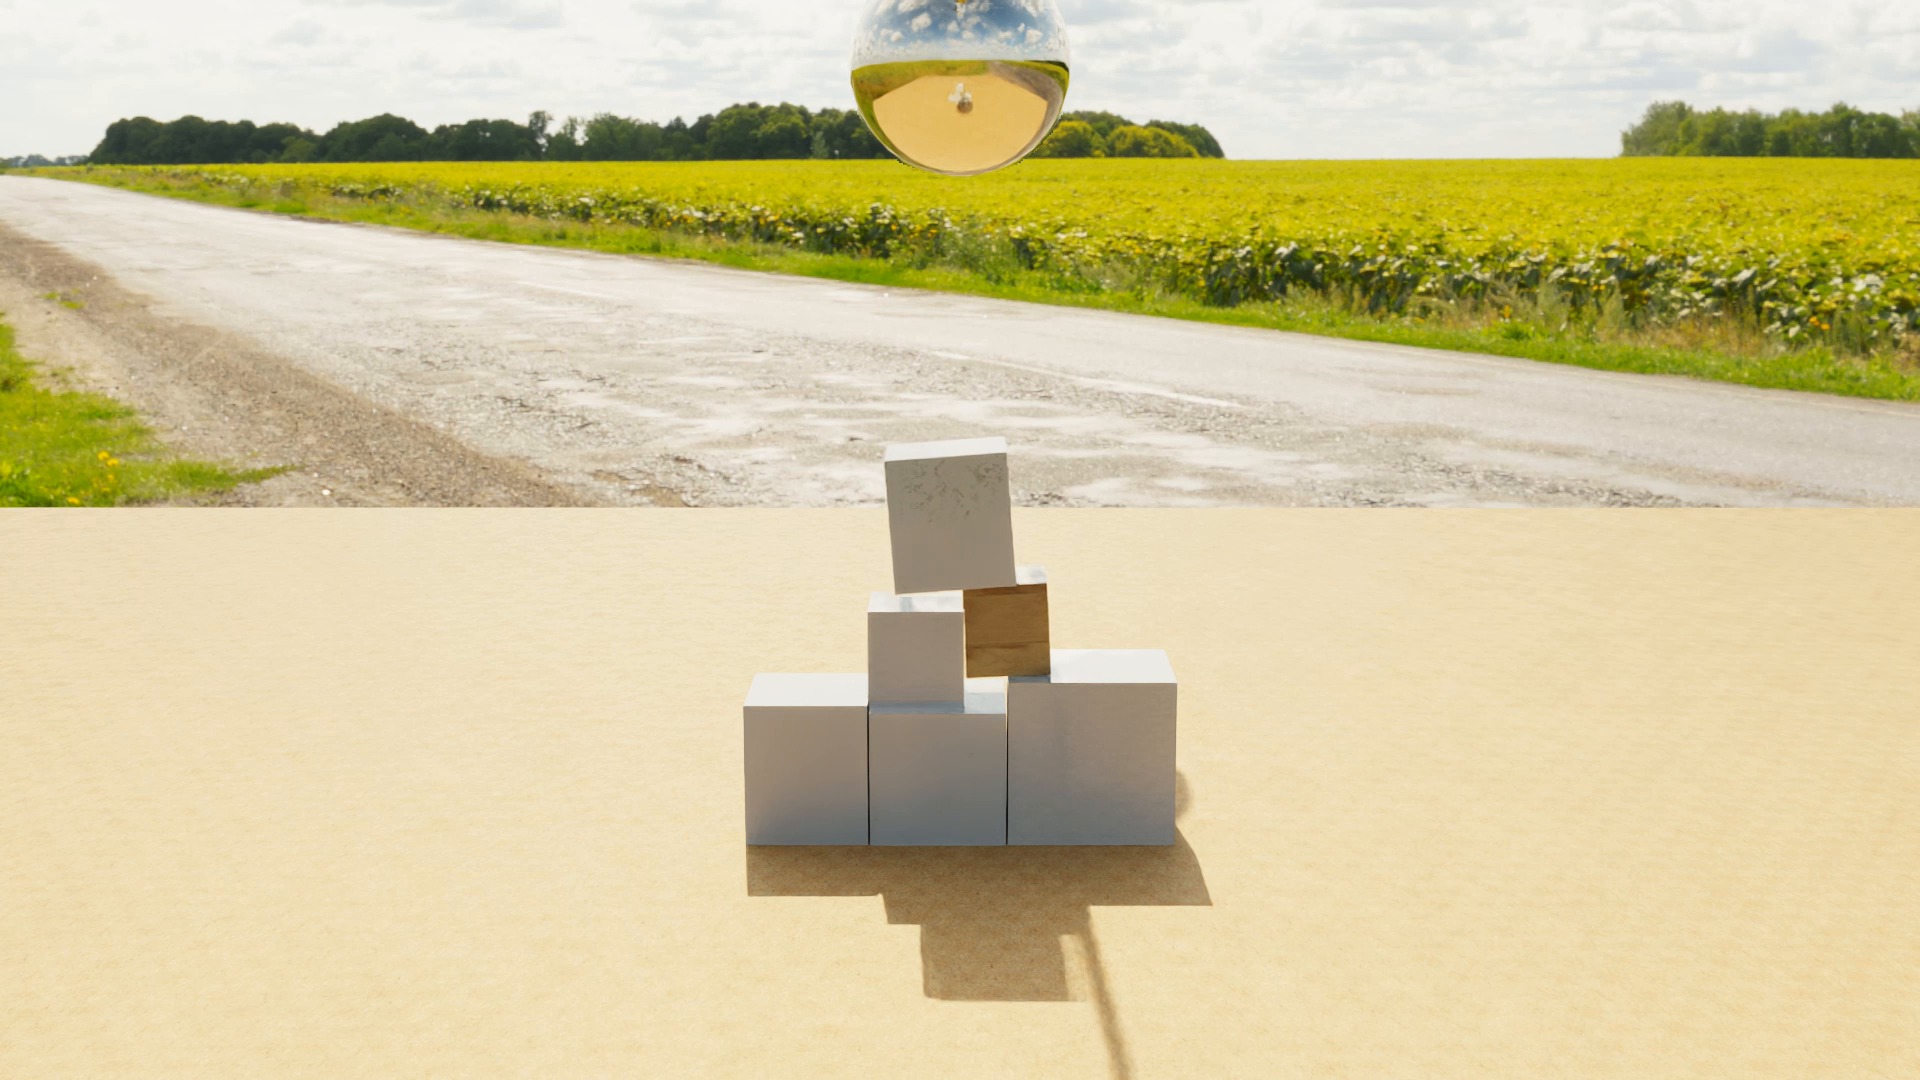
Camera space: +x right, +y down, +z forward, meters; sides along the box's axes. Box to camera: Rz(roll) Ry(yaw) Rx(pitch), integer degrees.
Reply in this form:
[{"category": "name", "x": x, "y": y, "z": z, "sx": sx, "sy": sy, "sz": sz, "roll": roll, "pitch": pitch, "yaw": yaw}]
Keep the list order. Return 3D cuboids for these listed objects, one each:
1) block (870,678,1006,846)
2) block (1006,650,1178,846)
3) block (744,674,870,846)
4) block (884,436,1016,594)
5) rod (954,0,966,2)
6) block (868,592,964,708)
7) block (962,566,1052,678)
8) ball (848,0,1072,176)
[{"category": "block", "x": -0.111, "y": 1.139, "z": 11.389, "sx": 0.685, "sy": 0.685, "sz": 0.733, "roll": 0, "pitch": 10, "yaw": 0}, {"category": "block", "x": 0.662, "y": 1.059, "z": 11.381, "sx": 0.841, "sy": 0.843, "sz": 0.731, "roll": 0, "pitch": 10, "yaw": 0}, {"category": "block", "x": -0.773, "y": 1.122, "z": 11.372, "sx": 0.619, "sy": 0.723, "sz": 0.687, "roll": 0, "pitch": 10, "yaw": 0}, {"category": "block", "x": -0.046, "y": -0.131, "z": 11.139, "sx": 0.605, "sy": 0.674, "sz": 0.564, "roll": -4, "pitch": 11, "yaw": 1}, {"category": "rod", "x": 0.000, "y": -4.652, "z": 12.583, "sx": 0.080, "sy": 0.080, "sz": 5.200, "roll": 0, "pitch": -21, "yaw": 0}, {"category": "block", "x": -0.222, "y": 0.558, "z": 11.286, "sx": 0.482, "sy": 0.495, "sz": 0.502, "roll": 0, "pitch": 10, "yaw": 0}, {"category": "block", "x": 0.236, "y": 0.413, "z": 11.262, "sx": 0.424, "sy": 0.469, "sz": 0.465, "roll": -3, "pitch": 11, "yaw": 1}, {"category": "ball", "x": 0.000, "y": -3.411, "z": 15.749, "sx": 1.600, "sy": 1.600, "sz": 1.600, "roll": 0, "pitch": 10, "yaw": 0}]
